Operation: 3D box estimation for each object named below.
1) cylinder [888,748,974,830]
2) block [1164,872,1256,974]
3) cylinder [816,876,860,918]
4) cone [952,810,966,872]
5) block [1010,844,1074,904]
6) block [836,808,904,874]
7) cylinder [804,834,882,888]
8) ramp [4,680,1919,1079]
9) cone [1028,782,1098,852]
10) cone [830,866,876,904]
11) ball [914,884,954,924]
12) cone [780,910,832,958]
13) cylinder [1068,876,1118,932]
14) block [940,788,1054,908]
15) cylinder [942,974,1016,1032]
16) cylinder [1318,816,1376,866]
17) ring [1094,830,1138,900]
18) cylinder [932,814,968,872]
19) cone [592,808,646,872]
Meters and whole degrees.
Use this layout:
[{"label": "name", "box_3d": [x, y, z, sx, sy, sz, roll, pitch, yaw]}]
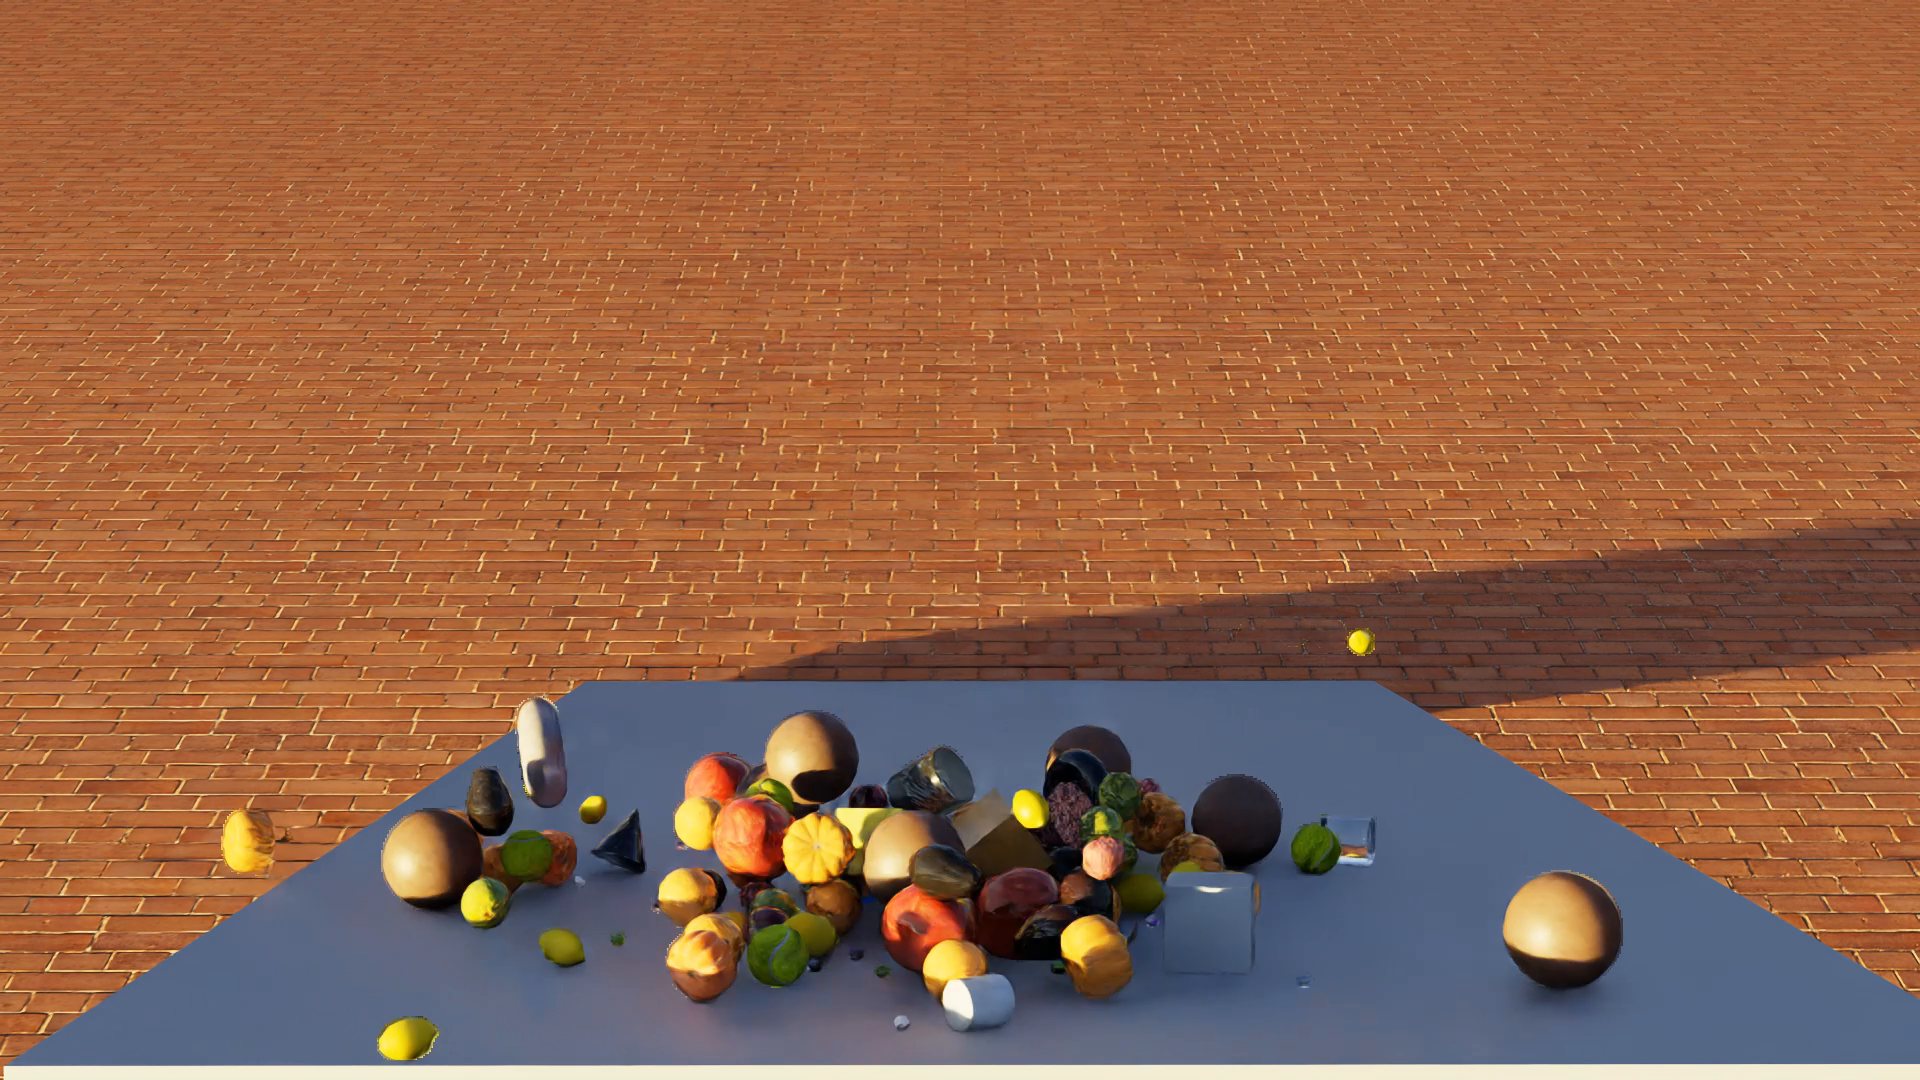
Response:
[{"label": "cylinder", "box_3d": [-0.039, 0.334, 3.454, 0.083, 0.083, 0.083, -33, 9, 27]}, {"label": "block", "box_3d": [0.294, 0.449, 3.026, 0.100, 0.100, 0.100, 0, 2, 9]}, {"label": "cylinder", "box_3d": [-0.157, 0.460, 3.321, 0.054, 0.054, 0.054, 0, 23, 1]}, {"label": "cone", "box_3d": [0.010, 0.442, 3.642, 0.087, 0.087, 0.087, 24, 33, -17]}, {"label": "block", "box_3d": [0.100, 0.446, 3.430, 0.069, 0.069, 0.069, 4, 0, -35]}, {"label": "block", "box_3d": [-0.116, 0.386, 3.301, 0.083, 0.083, 0.083, 0, -8, -6]}, {"label": "cylinder", "box_3d": [-0.159, 0.440, 3.525, 0.078, 0.078, 0.078, 20, 15, 38]}, {"label": "ramp", "box_3d": [0.054, 0.488, 4.541, 2.000, 0.100, 4.000, 0, 2, 0]}, {"label": "cone", "box_3d": [0.117, 0.388, 3.474, 0.099, 0.099, 0.099, -26, 6, 36]}, {"label": "cone", "box_3d": [-0.151, 0.444, 3.445, 0.077, 0.077, 0.077, 0, 2, 0]}, {"label": "ball", "box_3d": [-0.033, 0.460, 3.256, 0.052, 0.052, 0.052, 0, 23, 0]}, {"label": "cone", "box_3d": [-0.193, 0.481, 3.067, 0.057, 0.057, 0.057, -36, 35, -15]}, {"label": "cylinder", "box_3d": [0.166, 0.454, 3.213, 0.052, 0.052, 0.052, -12, 12, 3]}, {"label": "block", "box_3d": [0.048, 0.399, 3.344, 0.092, 0.092, 0.092, -38, 21, -3]}, {"label": "cylinder", "box_3d": [0.020, 0.485, 2.697, 0.055, 0.055, 0.055, -1, 20, -35]}, {"label": "cylinder", "box_3d": [0.560, 0.435, 3.724, 0.070, 0.070, 0.070, 1, 23, 20]}, {"label": "ring", "box_3d": [0.211, 0.437, 3.463, 0.031, 0.094, 0.094, -5, 18, 31]}, {"label": "cylinder", "box_3d": [-0.003, 0.435, 3.696, 0.069, 0.069, 0.069, -1, 7, -3]}, {"label": "cone", "box_3d": [-0.473, 0.418, 3.665, 0.081, 0.081, 0.081, 10, 68, 22]}]
